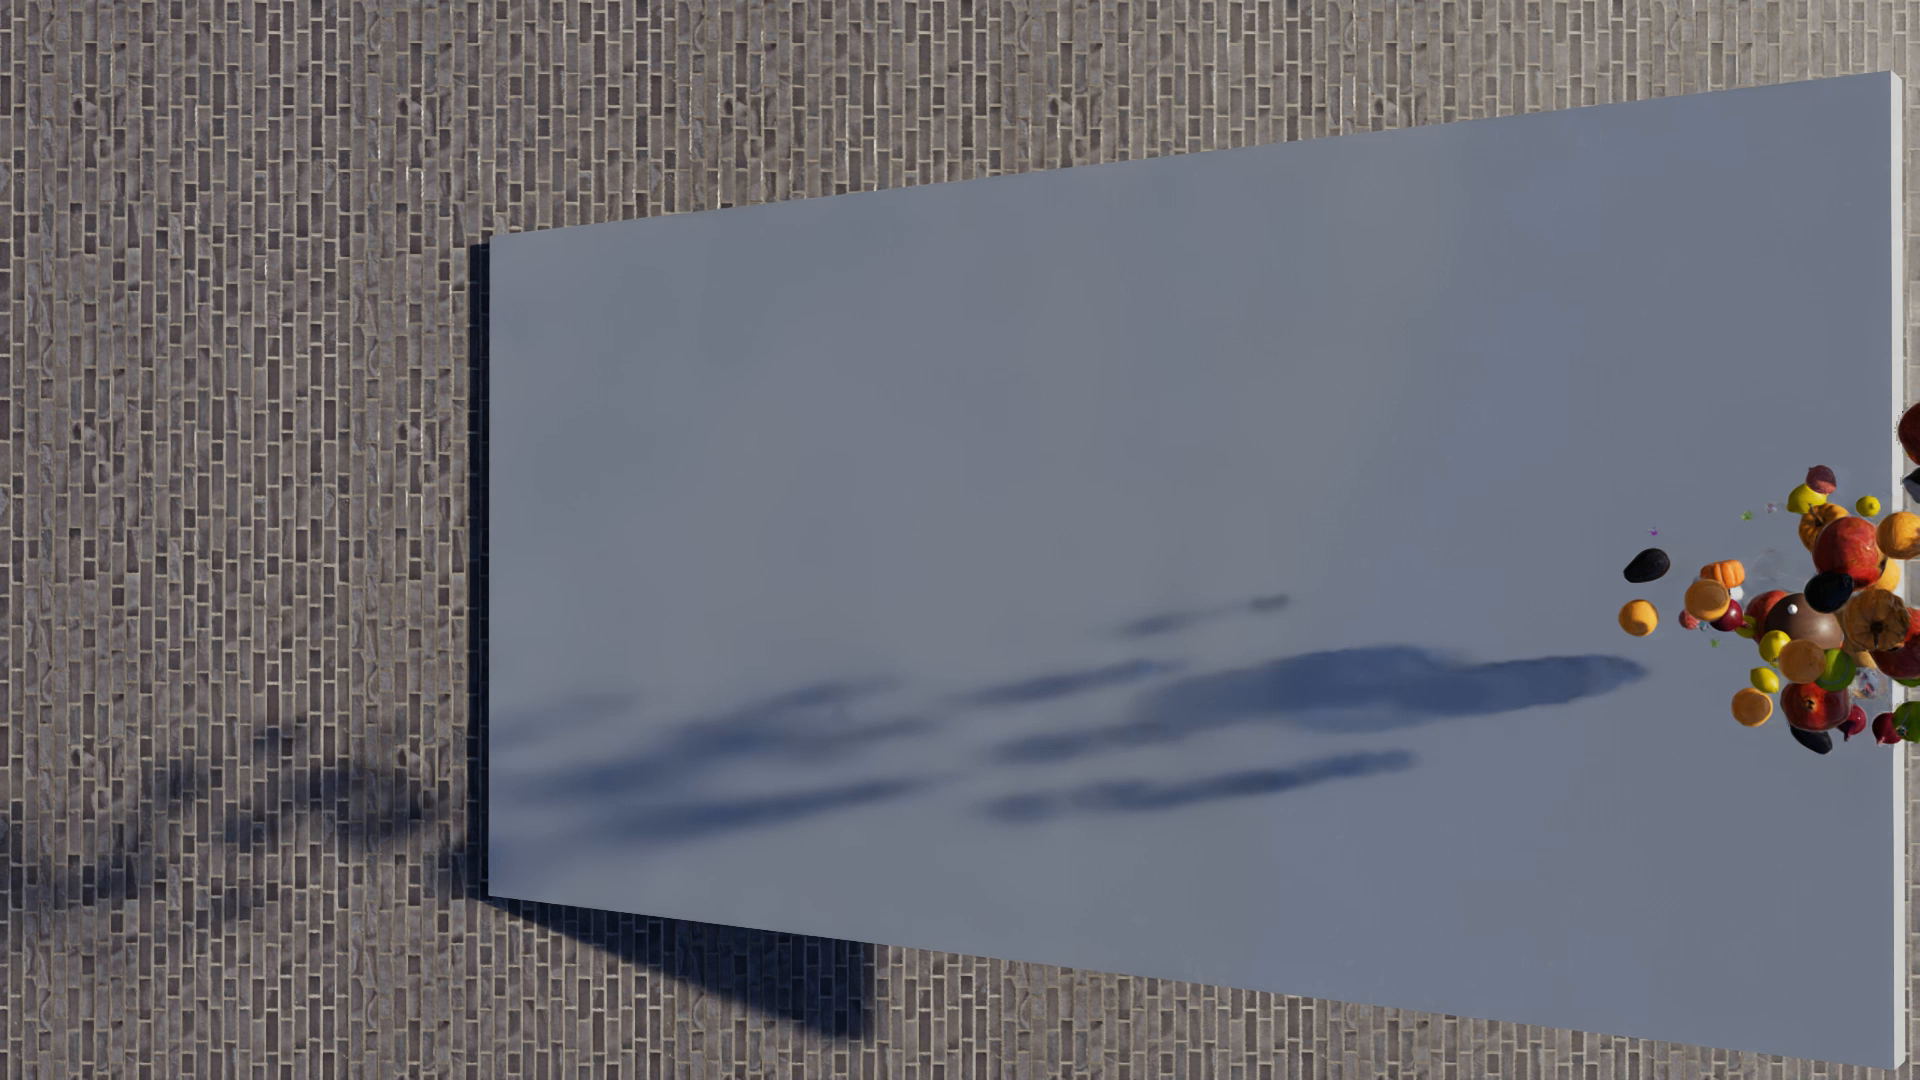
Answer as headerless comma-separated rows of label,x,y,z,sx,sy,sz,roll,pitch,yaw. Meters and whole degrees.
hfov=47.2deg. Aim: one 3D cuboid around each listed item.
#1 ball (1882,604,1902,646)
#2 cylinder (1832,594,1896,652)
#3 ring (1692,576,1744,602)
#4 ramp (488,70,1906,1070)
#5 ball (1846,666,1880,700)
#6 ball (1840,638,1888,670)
ball,1.741,0.162,4.175,0.085,0.085,0.085,0,90,0
cylinder,1.453,0.133,3.535,0.071,0.071,0.071,-27,89,0
ring,1.476,0.095,4.284,0.098,0.098,0.033,12,102,0
ramp,0.247,0.068,5.574,4.000,0.100,2.000,0,89,35
ball,1.636,0.259,3.986,0.059,0.059,0.059,0,90,0
ball,1.683,0.205,4.094,0.081,0.081,0.081,0,90,0
